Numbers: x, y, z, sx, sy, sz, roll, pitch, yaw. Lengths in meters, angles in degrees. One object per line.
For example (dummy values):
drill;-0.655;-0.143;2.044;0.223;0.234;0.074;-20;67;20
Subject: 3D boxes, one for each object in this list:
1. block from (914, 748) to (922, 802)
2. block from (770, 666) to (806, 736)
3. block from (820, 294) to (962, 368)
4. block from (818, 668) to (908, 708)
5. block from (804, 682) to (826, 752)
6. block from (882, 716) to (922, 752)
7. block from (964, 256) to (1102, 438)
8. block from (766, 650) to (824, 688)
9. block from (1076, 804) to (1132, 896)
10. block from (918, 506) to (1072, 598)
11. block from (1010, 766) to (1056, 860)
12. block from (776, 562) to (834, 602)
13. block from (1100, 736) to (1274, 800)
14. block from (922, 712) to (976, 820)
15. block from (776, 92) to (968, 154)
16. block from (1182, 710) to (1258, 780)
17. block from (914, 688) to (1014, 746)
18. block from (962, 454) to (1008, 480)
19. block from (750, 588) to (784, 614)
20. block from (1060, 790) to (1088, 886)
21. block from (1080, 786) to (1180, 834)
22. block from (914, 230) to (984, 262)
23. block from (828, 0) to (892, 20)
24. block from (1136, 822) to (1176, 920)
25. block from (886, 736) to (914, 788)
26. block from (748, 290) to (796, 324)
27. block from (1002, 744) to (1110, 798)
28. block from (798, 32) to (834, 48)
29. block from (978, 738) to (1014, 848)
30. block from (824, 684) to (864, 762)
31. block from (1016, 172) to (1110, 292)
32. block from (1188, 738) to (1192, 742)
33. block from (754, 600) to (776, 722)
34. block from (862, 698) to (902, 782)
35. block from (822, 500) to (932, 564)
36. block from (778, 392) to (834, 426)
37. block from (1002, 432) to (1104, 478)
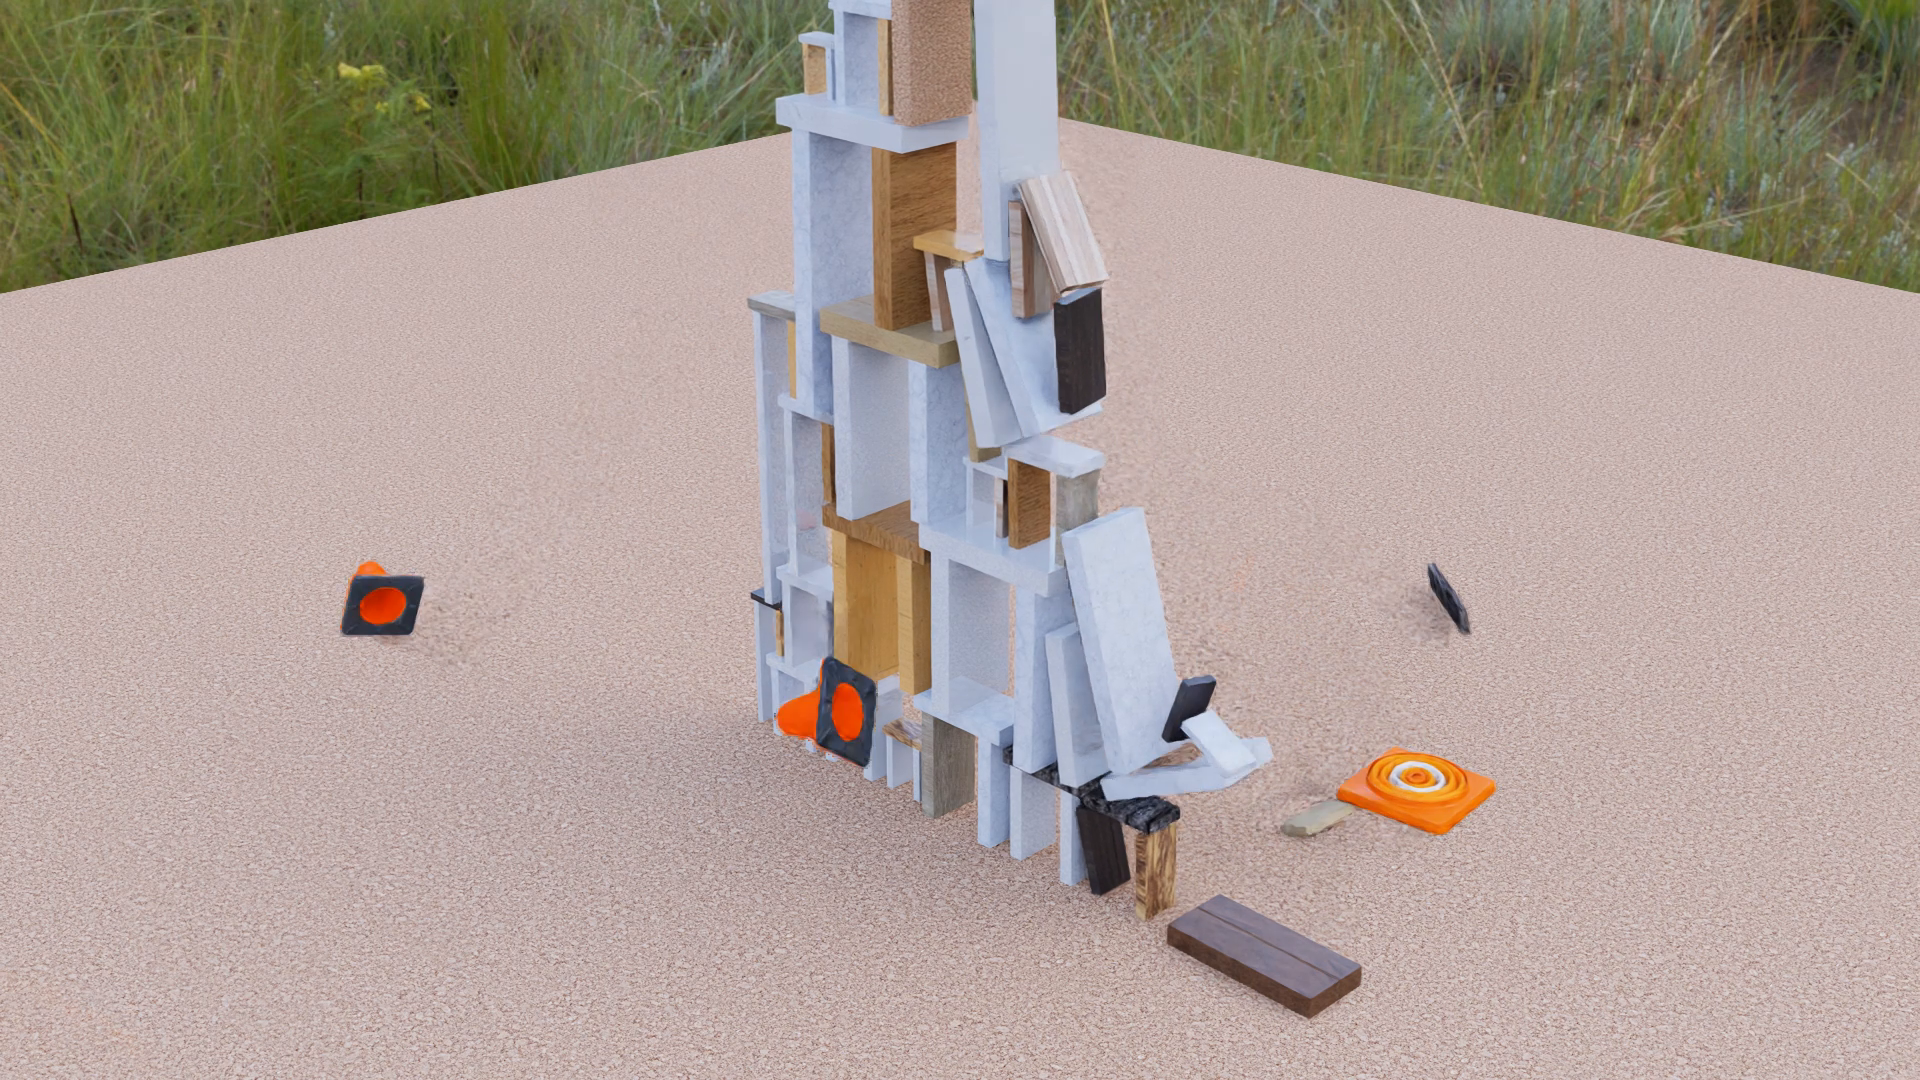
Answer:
block;-0.068;0.471;4.499;0.017;0.119;0.059;21;31;41
block;-0.369;0.336;4.763;0.080;0.160;0.023;-21;31;-41
block;-0.097;-0.400;4.159;0.320;0.045;0.160;21;31;40
block;-0.202;0.295;4.576;0.179;0.025;0.090;21;31;40
block;-0.293;0.366;4.693;0.080;0.160;0.023;-21;31;-41
block;-0.096;0.398;4.498;0.119;0.017;0.059;21;31;41
block;0.133;-0.362;3.933;0.163;0.327;0.046;-22;5;-41
block;-0.331;0.267;4.692;0.080;0.023;0.160;-22;31;-41
block;0.273;0.578;4.179;0.086;0.172;0.024;-21;15;-40
block;0.099;0.014;4.122;0.167;0.047;0.334;-21;31;-41
block;0.143;0.516;4.290;0.099;0.199;0.028;-21;30;-41
block;-0.292;0.081;4.573;0.173;0.024;0.086;21;31;40
block;0.415;0.422;4.052;0.295;0.042;0.148;-14;7;46
block;-0.023;0.435;4.434;0.118;0.236;0.033;-21;31;-41
block;-0.165;-0.781;4.069;0.338;0.048;0.169;21;31;40
block;0.461;0.363;3.916;0.067;0.019;0.133;-19;51;-30
block;0.033;0.332;4.331;0.236;0.033;0.118;21;31;40
block;0.068;-0.141;4.101;0.059;0.017;0.119;-21;31;-40
block;-0.394;0.126;4.704;0.106;0.015;0.053;21;31;40
block;0.236;0.552;4.205;0.099;0.199;0.028;-21;30;-40
block;0.318;0.496;4.118;0.172;0.024;0.086;21;31;41
block;-0.006;-0.536;4.009;0.149;0.021;0.075;21;31;39
block;-0.148;-0.968;3.975;0.173;0.024;0.086;22;31;40
block;0.365;0.613;4.093;0.086;0.172;0.024;-20;28;-40
block;-0.124;0.449;4.550;0.017;0.119;0.059;21;31;41
block;-0.344;-0.466;4.399;0.159;0.023;0.080;21;31;41
block;0.188;0.429;4.204;0.199;0.028;0.099;21;31;41
block;-0.251;-0.932;4.096;0.048;0.014;0.096;-22;32;-40
block;0.089;0.478;4.332;0.033;0.236;0.118;21;31;41
block;-0.244;0.372;4.655;0.090;0.179;0.025;-21;31;-41
block;0.178;-0.533;3.798;0.102;0.203;0.029;-15;-7;-39
block;0.423;0.402;4.415;0.136;0.019;0.068;23;17;26
block;-0.419;0.256;4.786;0.015;0.289;0.053;21;31;41
block;-0.160;0.405;4.577;0.090;0.179;0.025;-21;31;-41
block;-0.122;-0.030;4.349;0.289;0.041;0.144;21;31;40
block;-0.278;-0.269;4.402;0.167;0.024;0.084;21;31;40
block;0.168;-0.155;3.980;0.087;0.025;0.174;-21;30;-40
